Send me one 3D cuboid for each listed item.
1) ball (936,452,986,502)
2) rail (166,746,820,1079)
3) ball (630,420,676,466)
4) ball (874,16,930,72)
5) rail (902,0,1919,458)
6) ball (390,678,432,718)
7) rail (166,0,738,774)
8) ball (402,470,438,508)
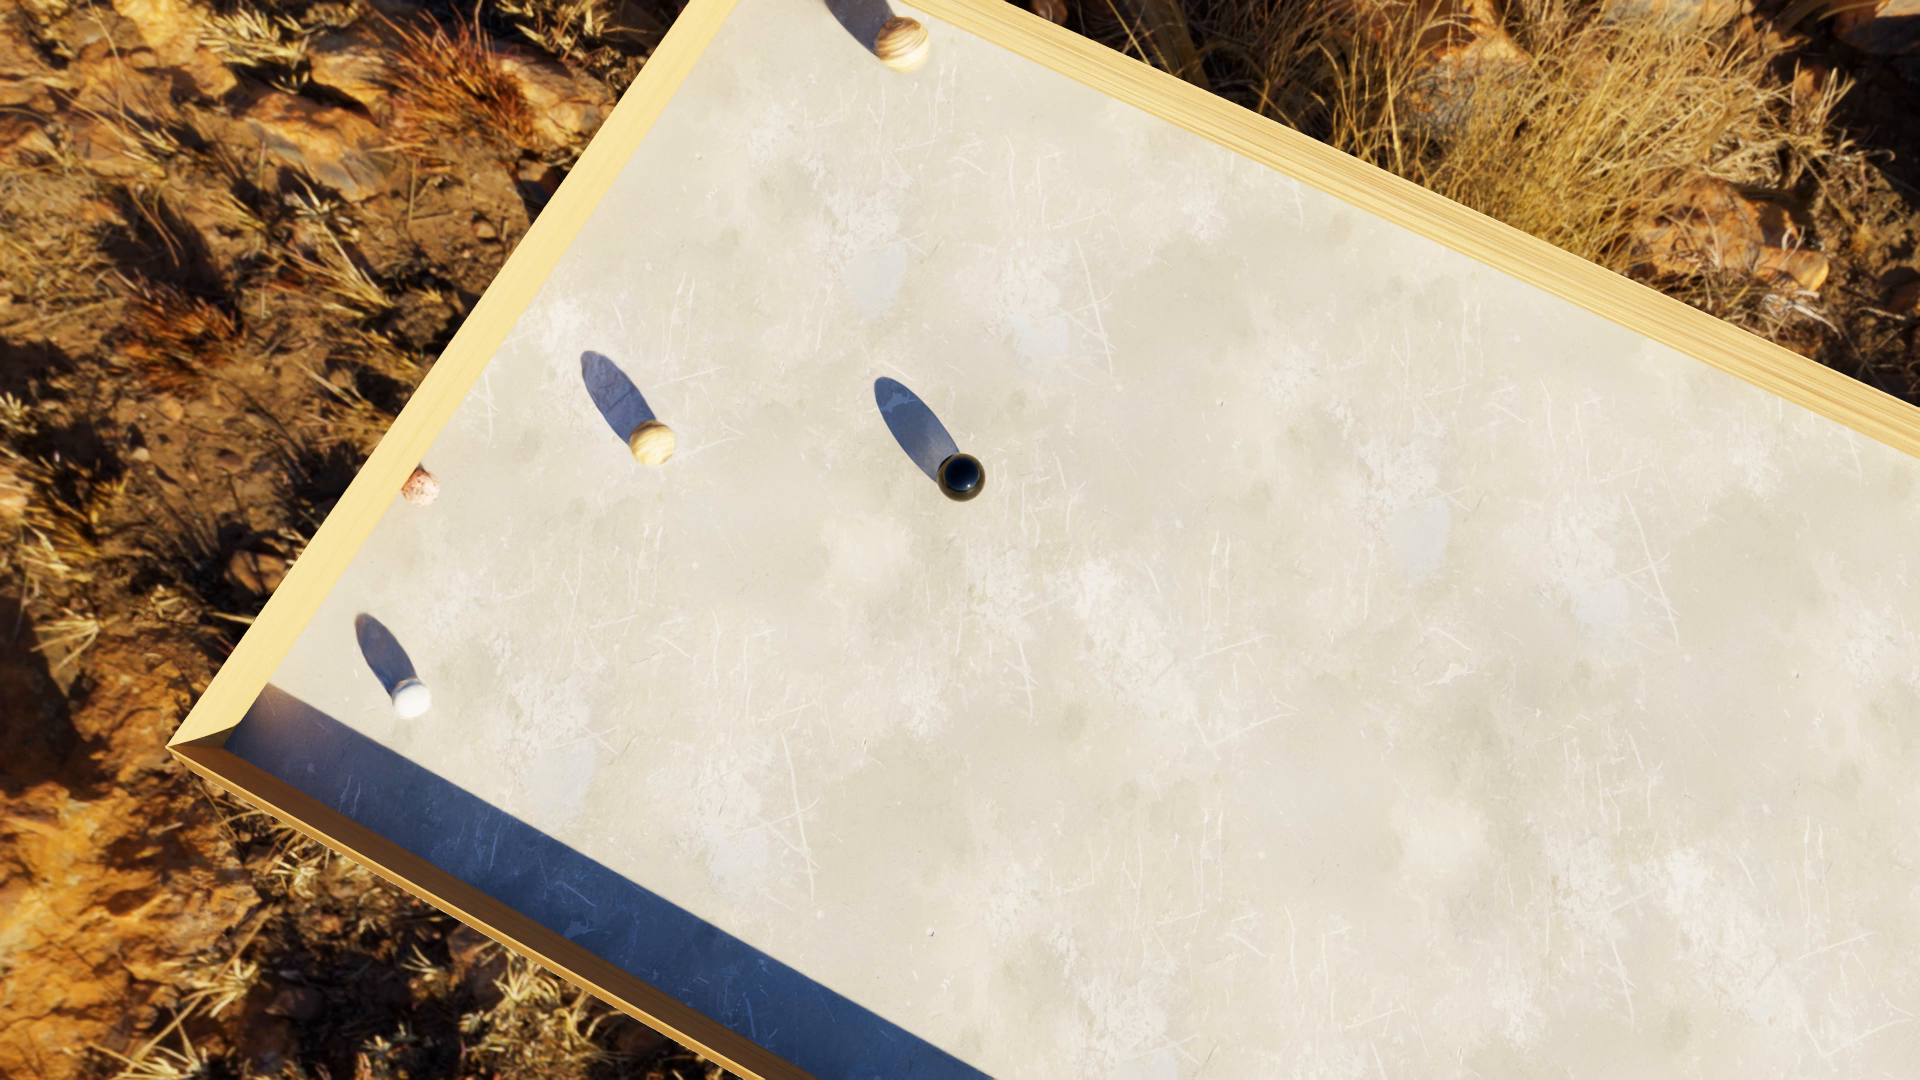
[{"bbox_3d":[0.002,-0.100,3.533,0.080,0.080,0.080,0,68,0],"label":"ball"},{"bbox_3d":[0.356,1.072,3.025,3.470,0.125,0.045,26,70,10],"label":"rail"},{"bbox_3d":[-0.498,-0.157,3.559,0.075,0.075,0.075,0,68,0],"label":"ball"},{"bbox_3d":[-0.101,-0.866,3.839,0.096,0.096,0.096,0,68,0],"label":"ball"},{"bbox_3d":[1.173,-0.335,3.604,3.470,0.125,0.045,26,70,10],"label":"rail"},{"bbox_3d":[-0.849,0.245,3.402,0.060,0.060,0.060,0,68,0],"label":"ball"},{"bbox_3d":[-0.743,-0.380,3.623,0.045,0.125,1.774,26,70,10],"label":"rail"},{"bbox_3d":[-0.868,-0.082,3.537,0.058,0.058,0.058,0,68,0],"label":"ball"}]
